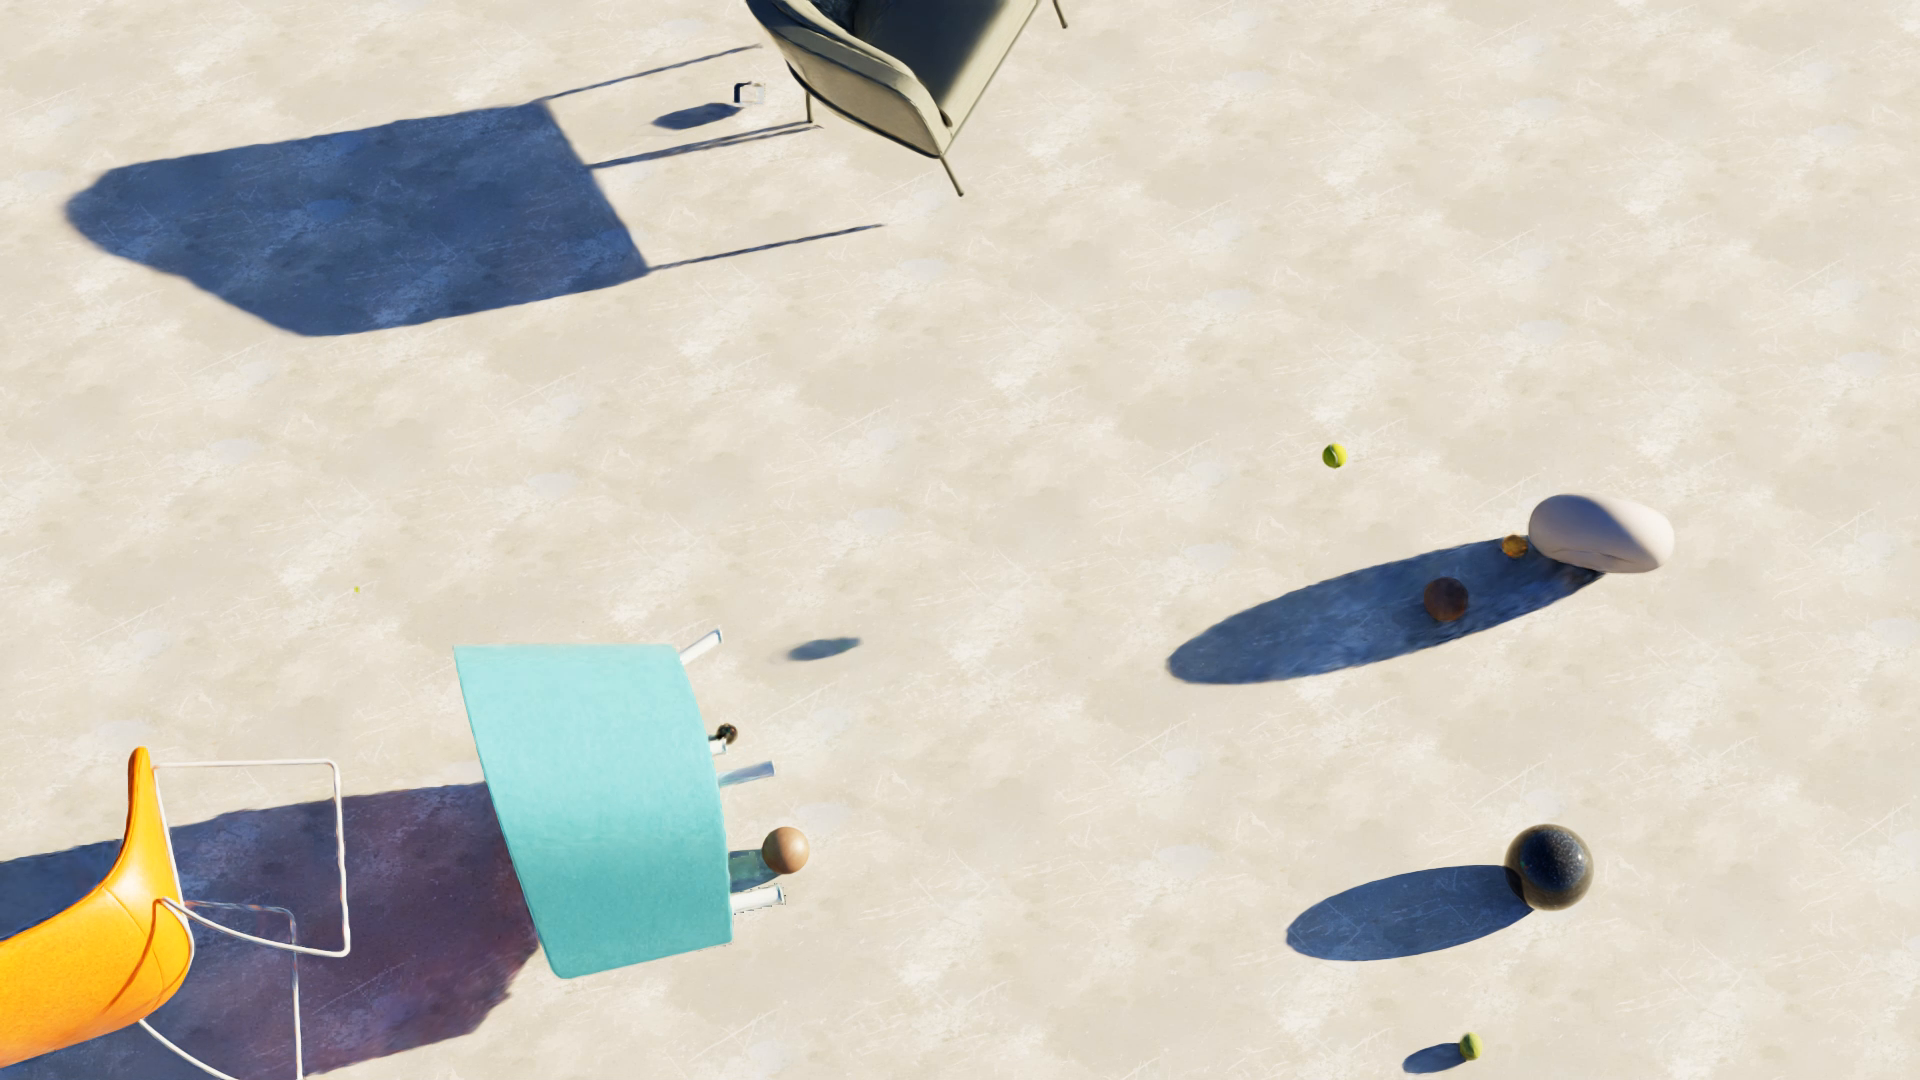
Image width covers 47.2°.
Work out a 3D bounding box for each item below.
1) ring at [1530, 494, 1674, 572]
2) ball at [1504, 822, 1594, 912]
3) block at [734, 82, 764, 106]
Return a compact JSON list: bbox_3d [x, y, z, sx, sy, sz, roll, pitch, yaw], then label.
[{"bbox_3d":[1.851,-0.018,6.351,0.404,0.478,0.163,13,84,1],"label":"ring"},{"bbox_3d":[1.566,0.871,5.849,0.235,0.235,0.235,0,56,0],"label":"ball"},{"bbox_3d":[-0.720,-1.525,7.520,0.077,0.072,0.064,-2,88,31],"label":"block"}]
